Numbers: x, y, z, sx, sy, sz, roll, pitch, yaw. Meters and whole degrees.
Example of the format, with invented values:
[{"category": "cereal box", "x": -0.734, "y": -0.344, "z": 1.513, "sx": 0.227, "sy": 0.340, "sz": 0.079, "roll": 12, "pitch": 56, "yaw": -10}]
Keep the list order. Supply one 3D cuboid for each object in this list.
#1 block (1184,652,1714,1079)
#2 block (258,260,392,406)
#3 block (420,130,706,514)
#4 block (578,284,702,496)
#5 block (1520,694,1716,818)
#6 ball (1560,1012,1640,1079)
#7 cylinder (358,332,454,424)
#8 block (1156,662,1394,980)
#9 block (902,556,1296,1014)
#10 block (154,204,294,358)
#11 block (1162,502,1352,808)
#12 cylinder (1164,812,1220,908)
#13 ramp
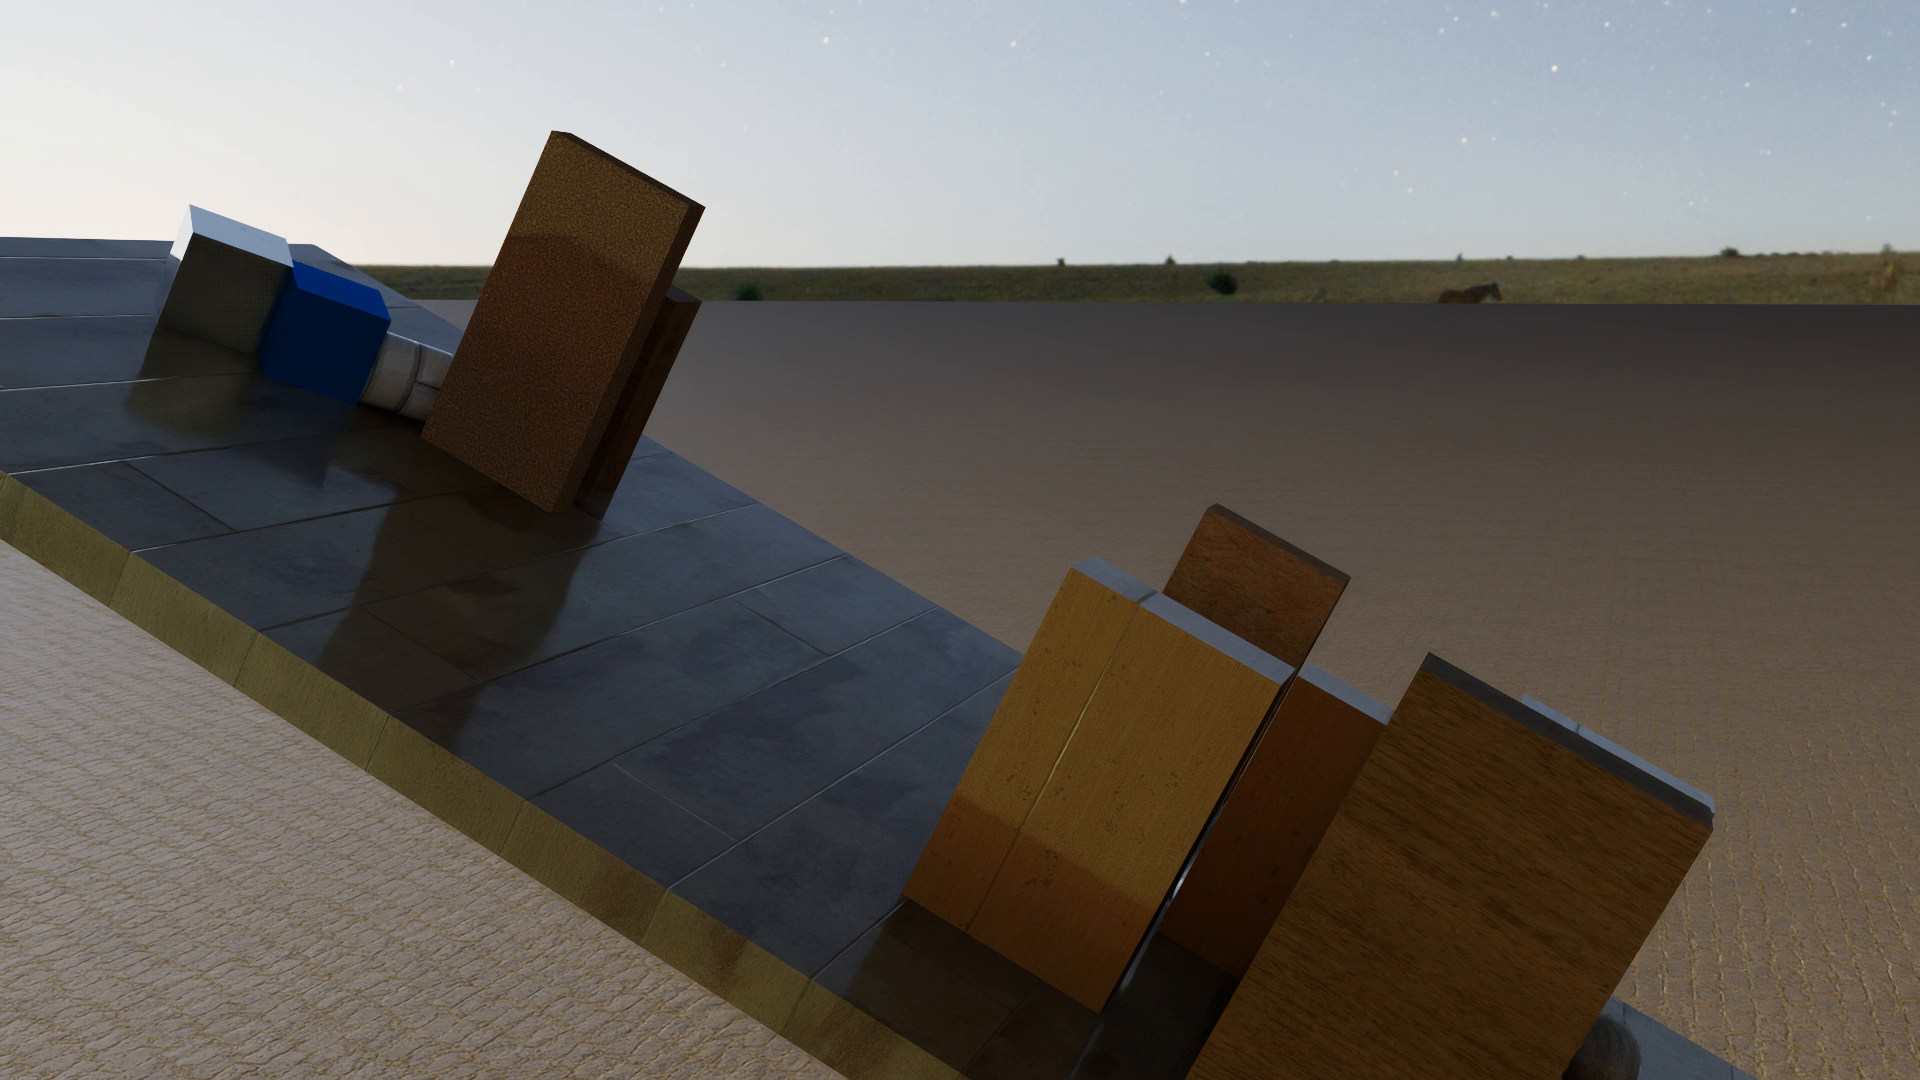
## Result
[{"category": "block", "x": 0.646, "y": 0.612, "z": 3.069, "sx": 0.429, "sy": 0.794, "sz": 0.130, "roll": 30, "pitch": 14, "yaw": 12}, {"category": "block", "x": -1.310, "y": -0.427, "z": 4.516, "sx": 0.195, "sy": 0.195, "sz": 0.195, "roll": 19, "pitch": 16, "yaw": -29}, {"category": "block", "x": -0.806, "y": -0.437, "z": 4.439, "sx": 0.330, "sy": 0.689, "sz": 0.082, "roll": 30, "pitch": 14, "yaw": 12}, {"category": "block", "x": -0.800, "y": -0.376, "z": 4.706, "sx": 0.310, "sy": 0.460, "sz": 0.129, "roll": 30, "pitch": 14, "yaw": 12}, {"category": "block", "x": 0.852, "y": 0.643, "z": 3.468, "sx": 0.323, "sy": 0.729, "sz": 0.109, "roll": 30, "pitch": 14, "yaw": 12}, {"category": "ball", "x": 1.175, "y": 0.960, "z": 4.080, "sx": 0.168, "sy": 0.168, "sz": 0.168, "roll": 0, "pitch": 7, "yaw": 0}, {"category": "cylinder", "x": -1.155, "y": -0.339, "z": 4.562, "sx": 0.156, "sy": 0.156, "sz": 0.156, "roll": 19, "pitch": -3, "yaw": -29}, {"category": "block", "x": 0.653, "y": 0.550, "z": 3.858, "sx": 0.398, "sy": 0.529, "sz": 0.136, "roll": 30, "pitch": 14, "yaw": 12}, {"category": "block", "x": 0.217, "y": 0.385, "z": 3.496, "sx": 0.368, "sy": 0.608, "sz": 0.149, "roll": 30, "pitch": 14, "yaw": 12}, {"category": "block", "x": -1.511, "y": -0.533, "z": 4.510, "sx": 0.205, "sy": 0.205, "sz": 0.205, "roll": 19, "pitch": 16, "yaw": -28}, {"category": "block", "x": 0.555, "y": 0.247, "z": 4.719, "sx": 0.327, "sy": 0.557, "sz": 0.111, "roll": 30, "pitch": 14, "yaw": 12}, {"category": "cylinder", "x": 0.350, "y": 0.542, "z": 4.032, "sx": 0.196, "sy": 0.196, "sz": 0.196, "roll": 30, "pitch": 14, "yaw": 12}, {"category": "ramp", "x": -0.231, "y": 0.386, "z": 4.152, "sx": 4.000, "sy": 0.100, "sz": 2.000, "roll": 30, "pitch": 14, "yaw": 12}]
